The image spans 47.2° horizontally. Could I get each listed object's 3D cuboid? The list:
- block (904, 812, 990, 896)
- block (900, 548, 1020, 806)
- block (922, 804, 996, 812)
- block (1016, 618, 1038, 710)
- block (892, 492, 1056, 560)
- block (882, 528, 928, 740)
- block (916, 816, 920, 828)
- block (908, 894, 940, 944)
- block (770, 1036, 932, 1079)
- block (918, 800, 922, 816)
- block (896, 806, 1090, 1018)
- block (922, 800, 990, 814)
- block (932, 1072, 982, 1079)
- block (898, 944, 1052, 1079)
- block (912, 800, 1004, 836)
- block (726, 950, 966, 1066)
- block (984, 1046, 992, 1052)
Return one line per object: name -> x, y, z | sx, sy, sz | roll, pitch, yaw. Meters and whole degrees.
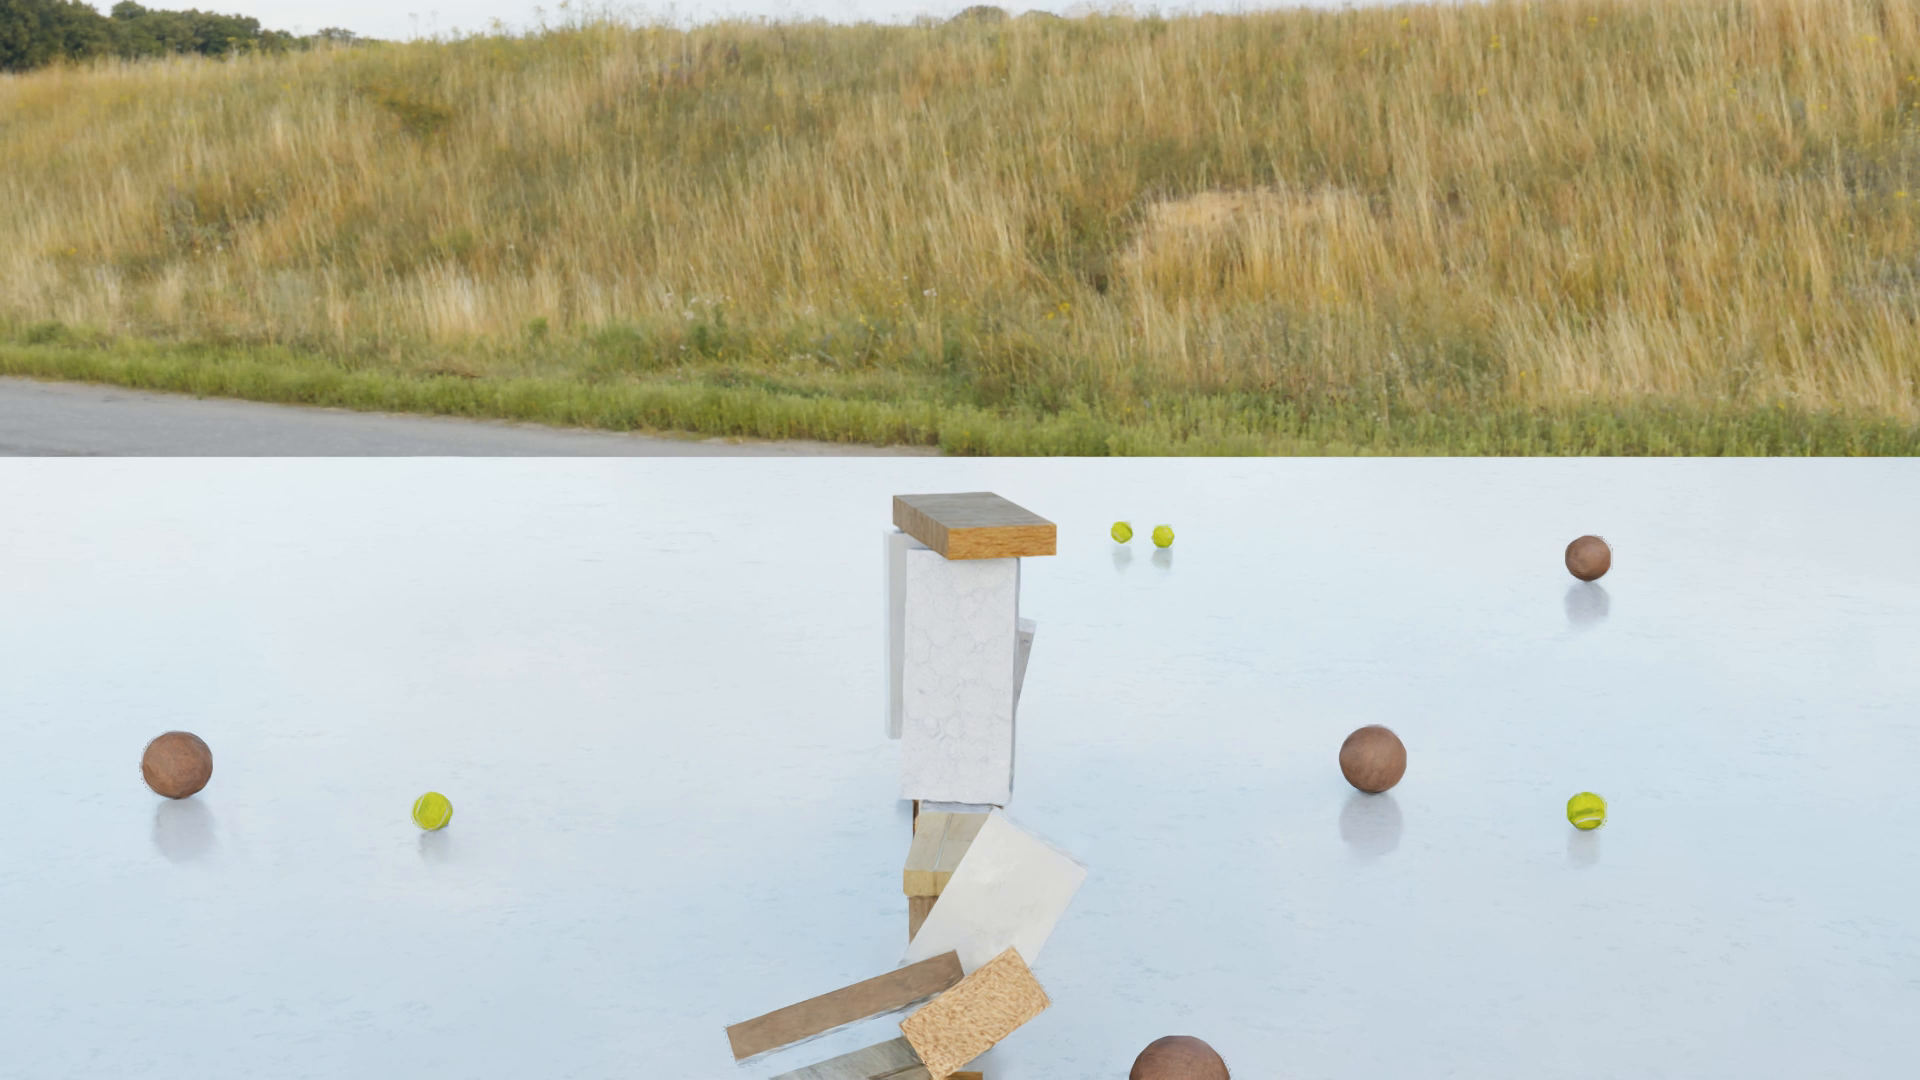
block -> -0.004, 0.438, 3.077 | 0.123, 0.035, 0.247 | 1, 11, 5
block -> 0.001, 0.209, 3.389 | 0.169, 0.386, 0.048 | 2, 4, 10
block -> -0.002, 0.484, 3.573 | 0.122, 0.244, 0.035 | 0, 11, 0
block -> 0.049, 0.267, 4.257 | 0.147, 0.293, 0.042 | 13, 34, 3
block -> 0.017, -0.025, 3.461 | 0.169, 0.048, 0.338 | -2, 10, -16
block -> -0.037, 0.150, 3.583 | 0.169, 0.338, 0.048 | -2, 10, -13
block -> -0.004, 0.536, 3.285 | 0.123, 0.247, 0.035 | 0, 11, 2
block -> -0.007, 0.579, 3.074 | 0.123, 0.247, 0.035 | 0, 34, 2
block -> -0.147, 0.684, 2.628 | 0.042, 0.149, 0.298 | 37, 20, 29
block -> -0.009, 0.454, 3.736 | 0.122, 0.244, 0.035 | -1, 10, -4
block -> 0.031, 0.521, 2.920 | 0.149, 0.298, 0.042 | 31, 7, 4
block -> -0.006, 0.417, 3.410 | 0.101, 0.029, 0.203 | 0, 11, -1
block -> -0.017, 0.732, 2.842 | 0.081, 0.023, 0.163 | 1, 11, 5
block -> 0.018, 0.560, 2.598 | 0.163, 0.081, 0.023 | -34, -5, 0
block -> -0.004, 0.375, 3.943 | 0.161, 0.322, 0.046 | -1, 11, -3
block -> -0.145, 0.590, 2.769 | 0.298, 0.042, 0.149 | -17, -14, -9
block -> 0.001, 0.631, 3.009 | 0.081, 0.163, 0.023 | 1, 32, 7
